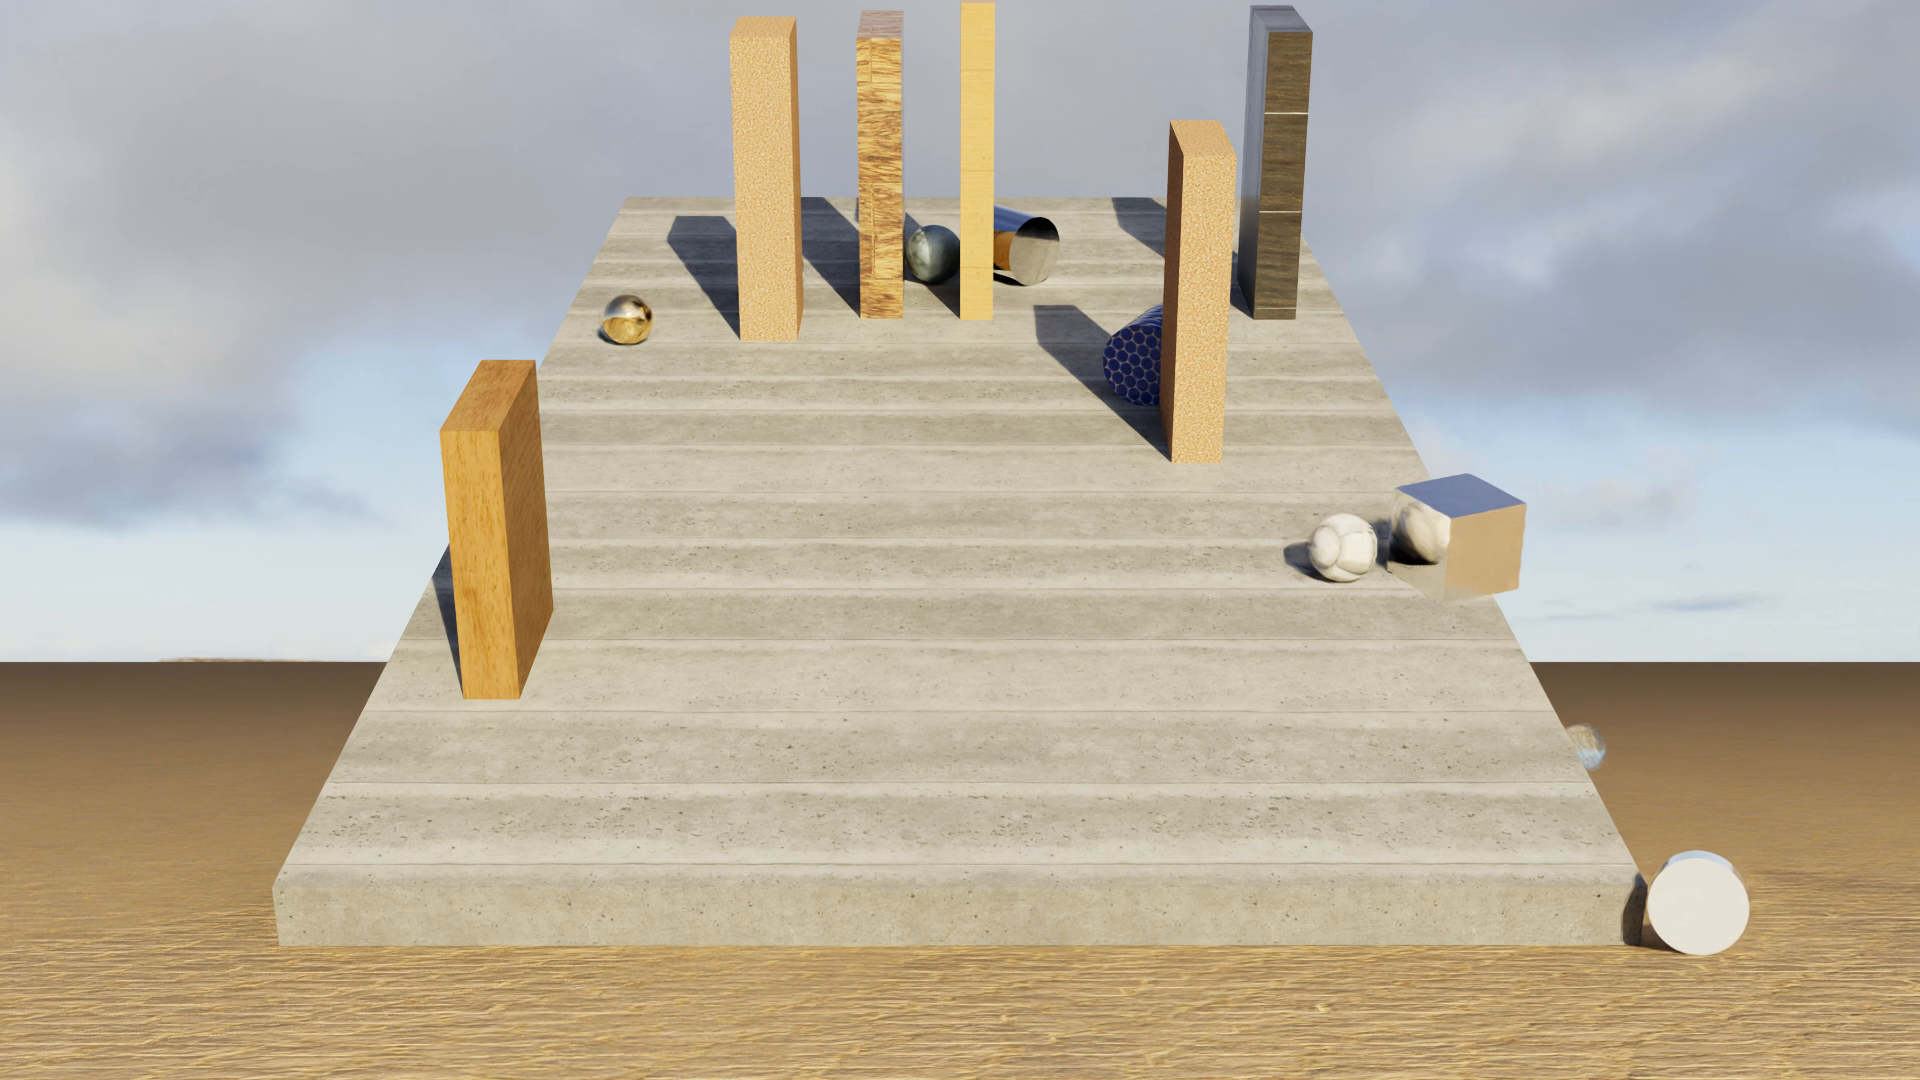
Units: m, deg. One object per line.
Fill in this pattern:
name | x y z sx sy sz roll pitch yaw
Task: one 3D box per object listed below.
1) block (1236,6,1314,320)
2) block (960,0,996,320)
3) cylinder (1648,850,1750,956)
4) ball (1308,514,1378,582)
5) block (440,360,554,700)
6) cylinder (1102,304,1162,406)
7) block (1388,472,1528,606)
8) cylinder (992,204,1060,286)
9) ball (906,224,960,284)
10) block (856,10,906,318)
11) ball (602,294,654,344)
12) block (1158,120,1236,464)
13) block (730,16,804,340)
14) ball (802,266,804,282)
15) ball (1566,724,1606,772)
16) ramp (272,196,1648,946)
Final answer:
block | 0.803 -0.971 5.926 0.108 0.730 0.375 0 23 0
block | 0.042 -0.989 5.878 0.082 0.799 0.303 0 23 0
cylinder | 1.074 0.526 3.357 0.138 0.138 0.138 -1 -3 18
ball | 0.723 0.014 4.357 0.130 0.130 0.130 0 -3 0
block | -0.793 -0.024 3.984 0.095 0.483 0.365 0 23 0
cylinder | 0.456 -0.430 5.332 0.193 0.193 0.193 -2 20 28
block | 0.934 -0.004 4.344 0.174 0.174 0.174 -11 25 -24
cylinder | 0.137 -0.796 6.209 0.186 0.186 0.186 3 15 -44
ball | -0.069 -0.765 6.175 0.155 0.155 0.155 0 -3 0
block | -0.200 -0.970 5.943 0.108 0.711 0.392 0 23 0
ball | -0.819 -0.544 5.684 0.126 0.126 0.126 0 -3 0
block | 0.507 -0.536 4.971 0.107 0.669 0.327 0 23 0
block | -0.474 -0.892 5.708 0.141 0.749 0.271 0 23 0
ball | -0.474 -0.691 6.015 0.140 0.140 0.140 0 -3 0
ball | 2.251 0.758 8.378 0.175 0.175 0.175 0 -3 0
ramp | -0.007 -0.225 5.218 2.000 0.100 4.000 0 23 0
